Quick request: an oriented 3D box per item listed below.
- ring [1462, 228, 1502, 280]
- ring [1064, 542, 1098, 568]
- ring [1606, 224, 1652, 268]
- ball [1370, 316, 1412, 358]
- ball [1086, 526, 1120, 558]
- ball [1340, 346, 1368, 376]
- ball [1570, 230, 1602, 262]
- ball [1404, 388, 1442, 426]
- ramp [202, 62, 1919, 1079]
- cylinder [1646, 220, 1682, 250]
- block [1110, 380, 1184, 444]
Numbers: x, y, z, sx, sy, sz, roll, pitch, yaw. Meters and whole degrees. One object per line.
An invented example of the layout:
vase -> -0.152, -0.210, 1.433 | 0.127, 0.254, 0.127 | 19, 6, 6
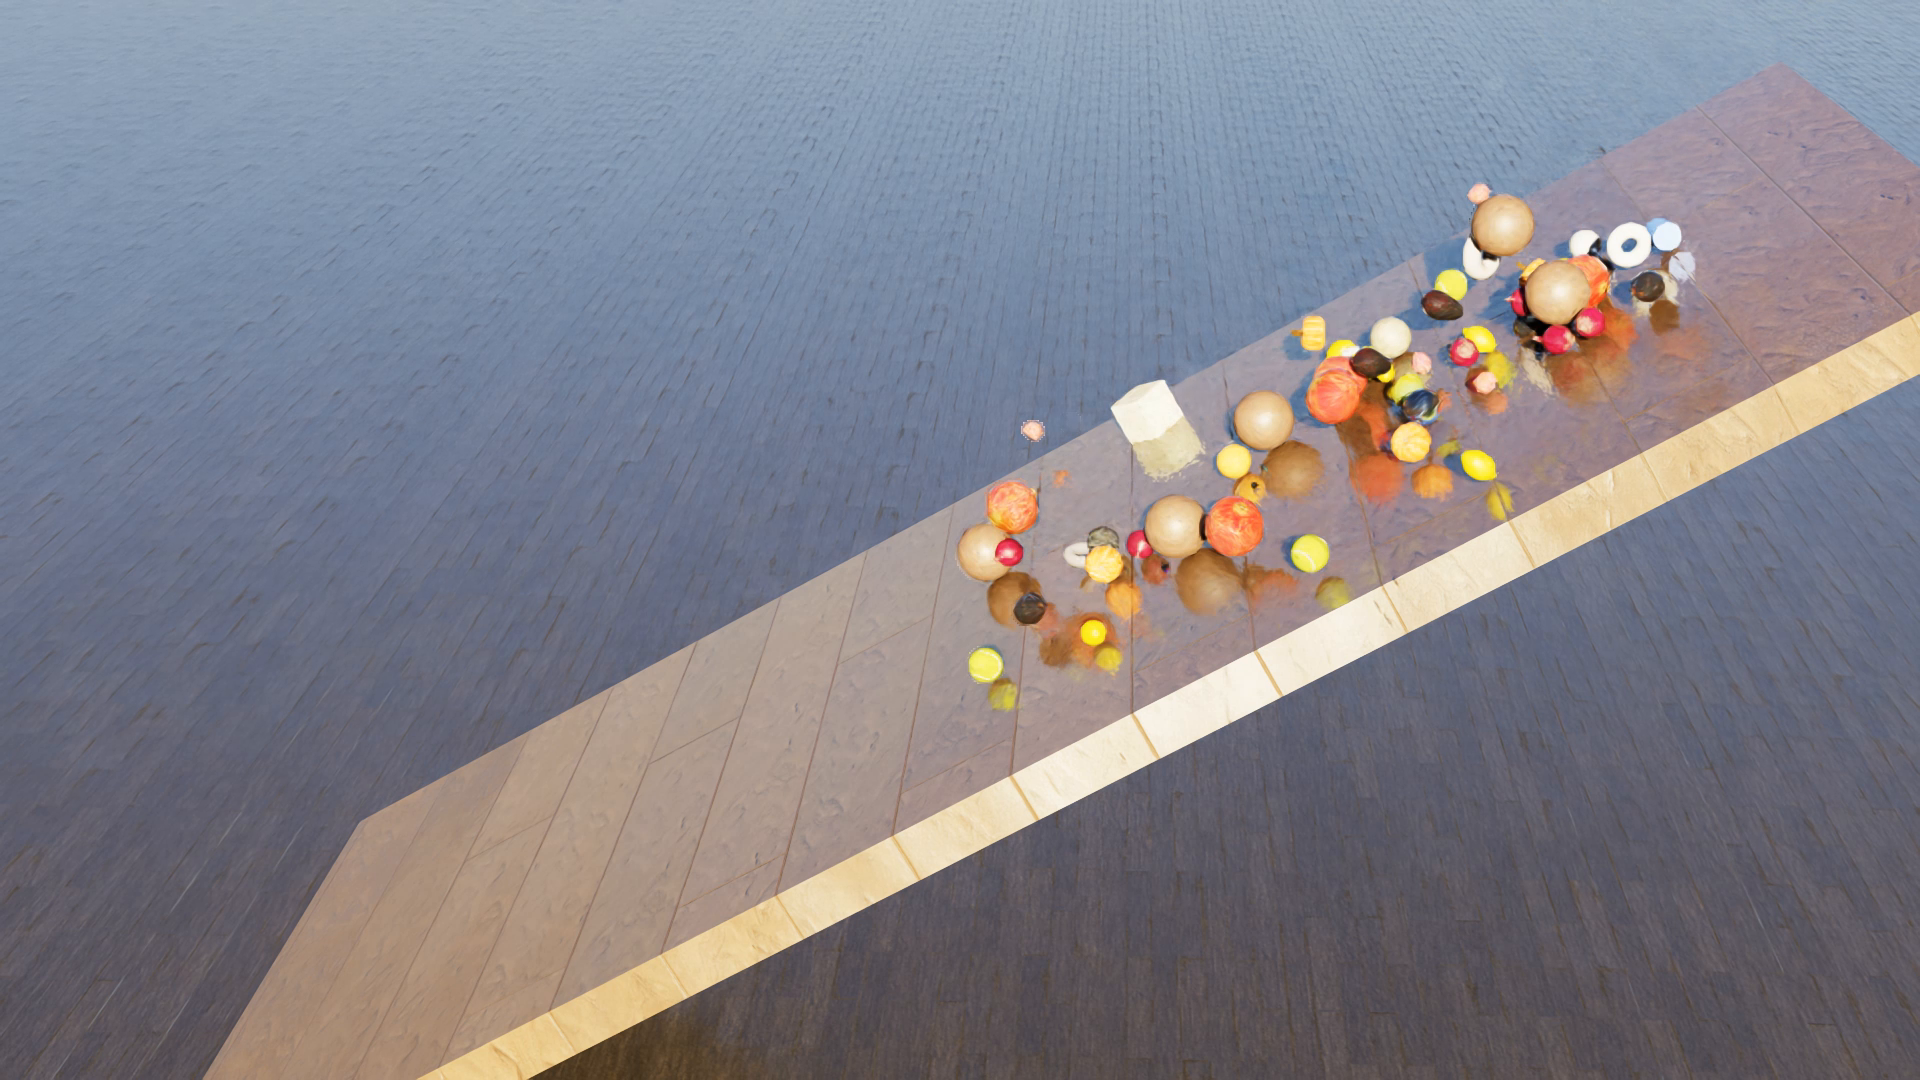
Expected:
ring -> 1.098, -0.601, 6.180 | 0.112, 0.112, 0.037 | -17, 22, -41
ring -> 0.256, 0.033, 6.196 | 0.078, 0.026, 0.078 | -2, 32, 1
ring -> 1.357, -0.598, 5.968 | 0.094, 0.094, 0.031 | -2, 24, -6
ball -> 0.928, -0.436, 6.337 | 0.090, 0.090, 0.090 | 0, 18, 0
ball -> 0.300, 0.005, 6.159 | 0.068, 0.068, 0.068 | 0, 18, 0
ball -> 0.855, -0.389, 6.380 | 0.063, 0.063, 0.063 | 0, 18, 0
ball -> 1.321, -0.622, 6.211 | 0.067, 0.067, 0.067 | 0, 18, 0
ball -> 0.914, -0.262, 5.811 | 0.075, 0.075, 0.075 | 0, 18, 0
ramp -> 0.142, 0.168, 6.284 | 4.000, 0.100, 2.000 | -28, 15, 12
cylinder -> 1.430, -0.622, 5.984 | 0.059, 0.059, 0.059 | -2, 11, -7
block -> 0.436, -0.299, 6.852 | 0.099, 0.099, 0.099 | -40, 17, -32
